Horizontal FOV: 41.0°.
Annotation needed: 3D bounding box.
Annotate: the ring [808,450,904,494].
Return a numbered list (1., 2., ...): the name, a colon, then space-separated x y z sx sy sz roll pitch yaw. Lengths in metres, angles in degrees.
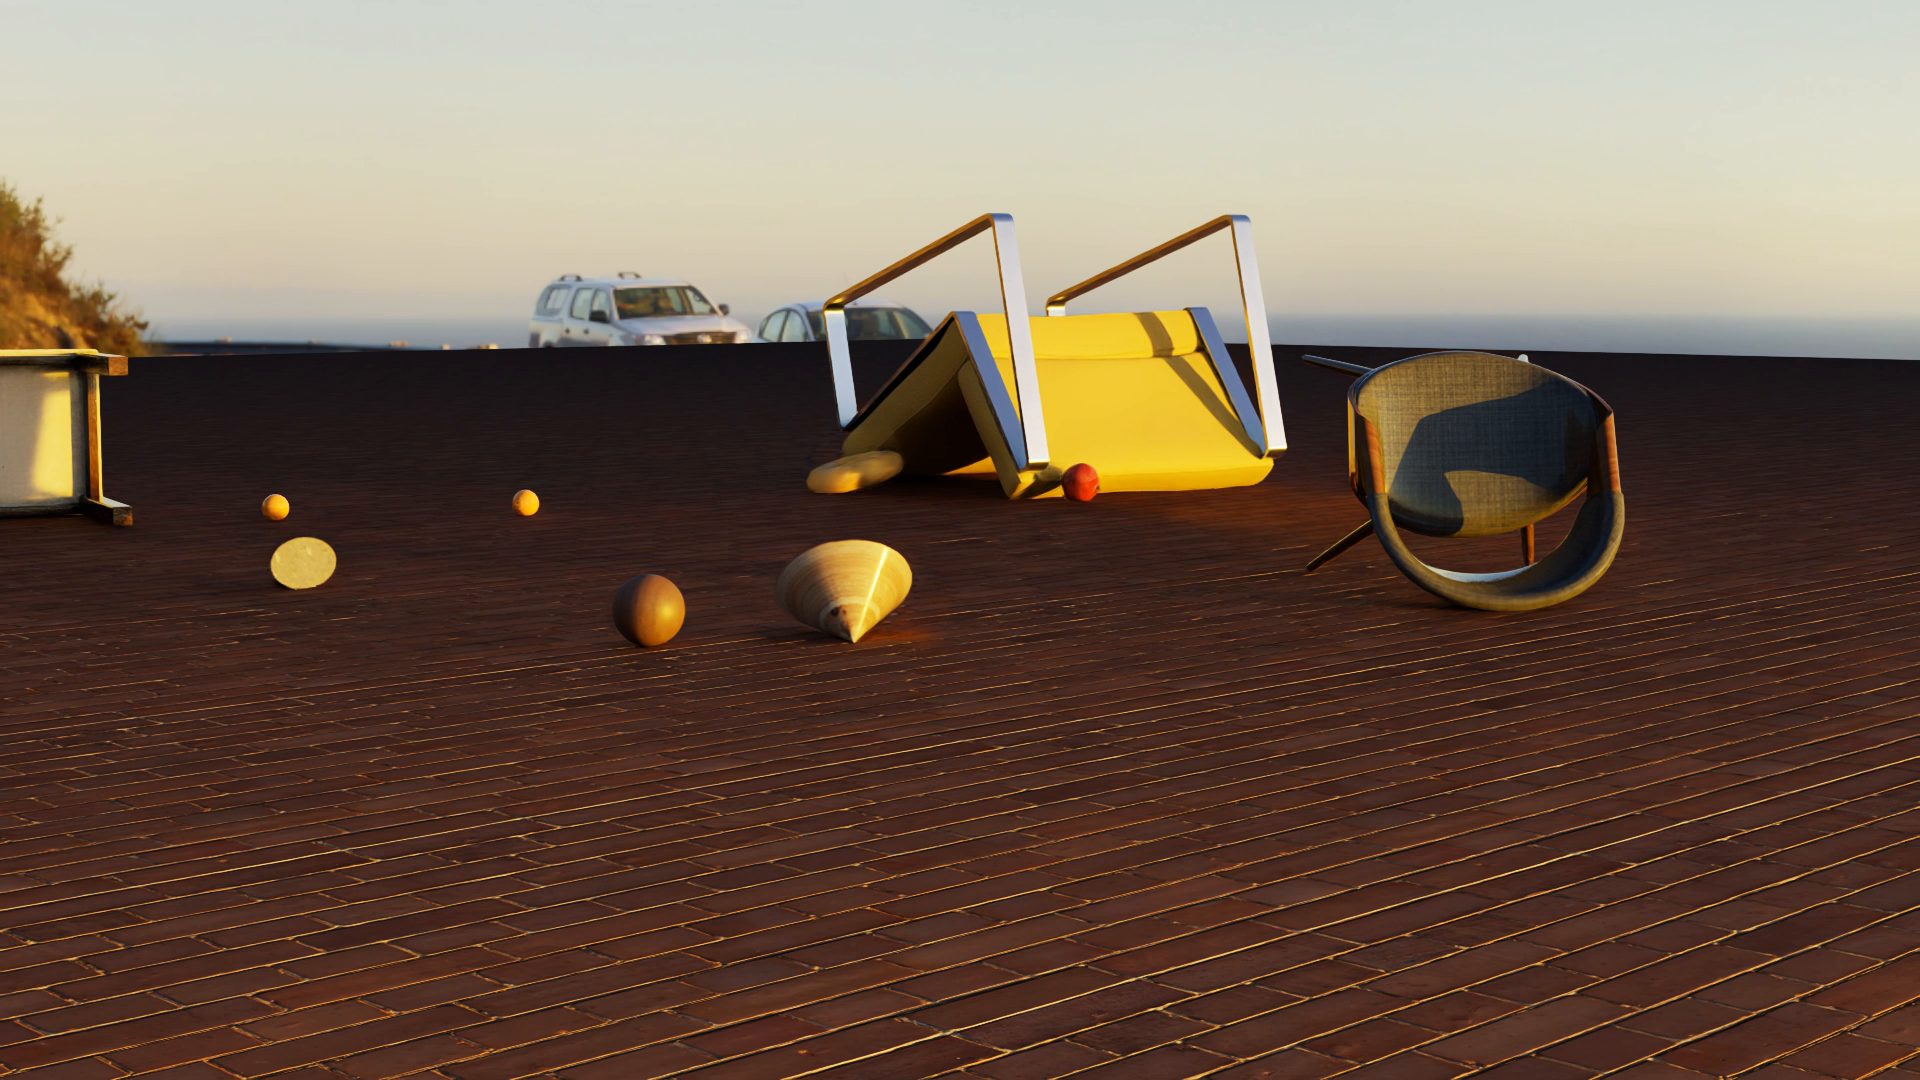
1. ring: -0.320 -0.207 7.838 0.313 0.080 0.289 -20 11 -39

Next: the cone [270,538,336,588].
1. cone: -1.430 0.069 5.488 0.146 0.110 0.156 -18 -4 -37

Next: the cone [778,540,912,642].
1. cone: -0.202 0.134 4.662 0.250 0.236 0.144 -9 46 -2
